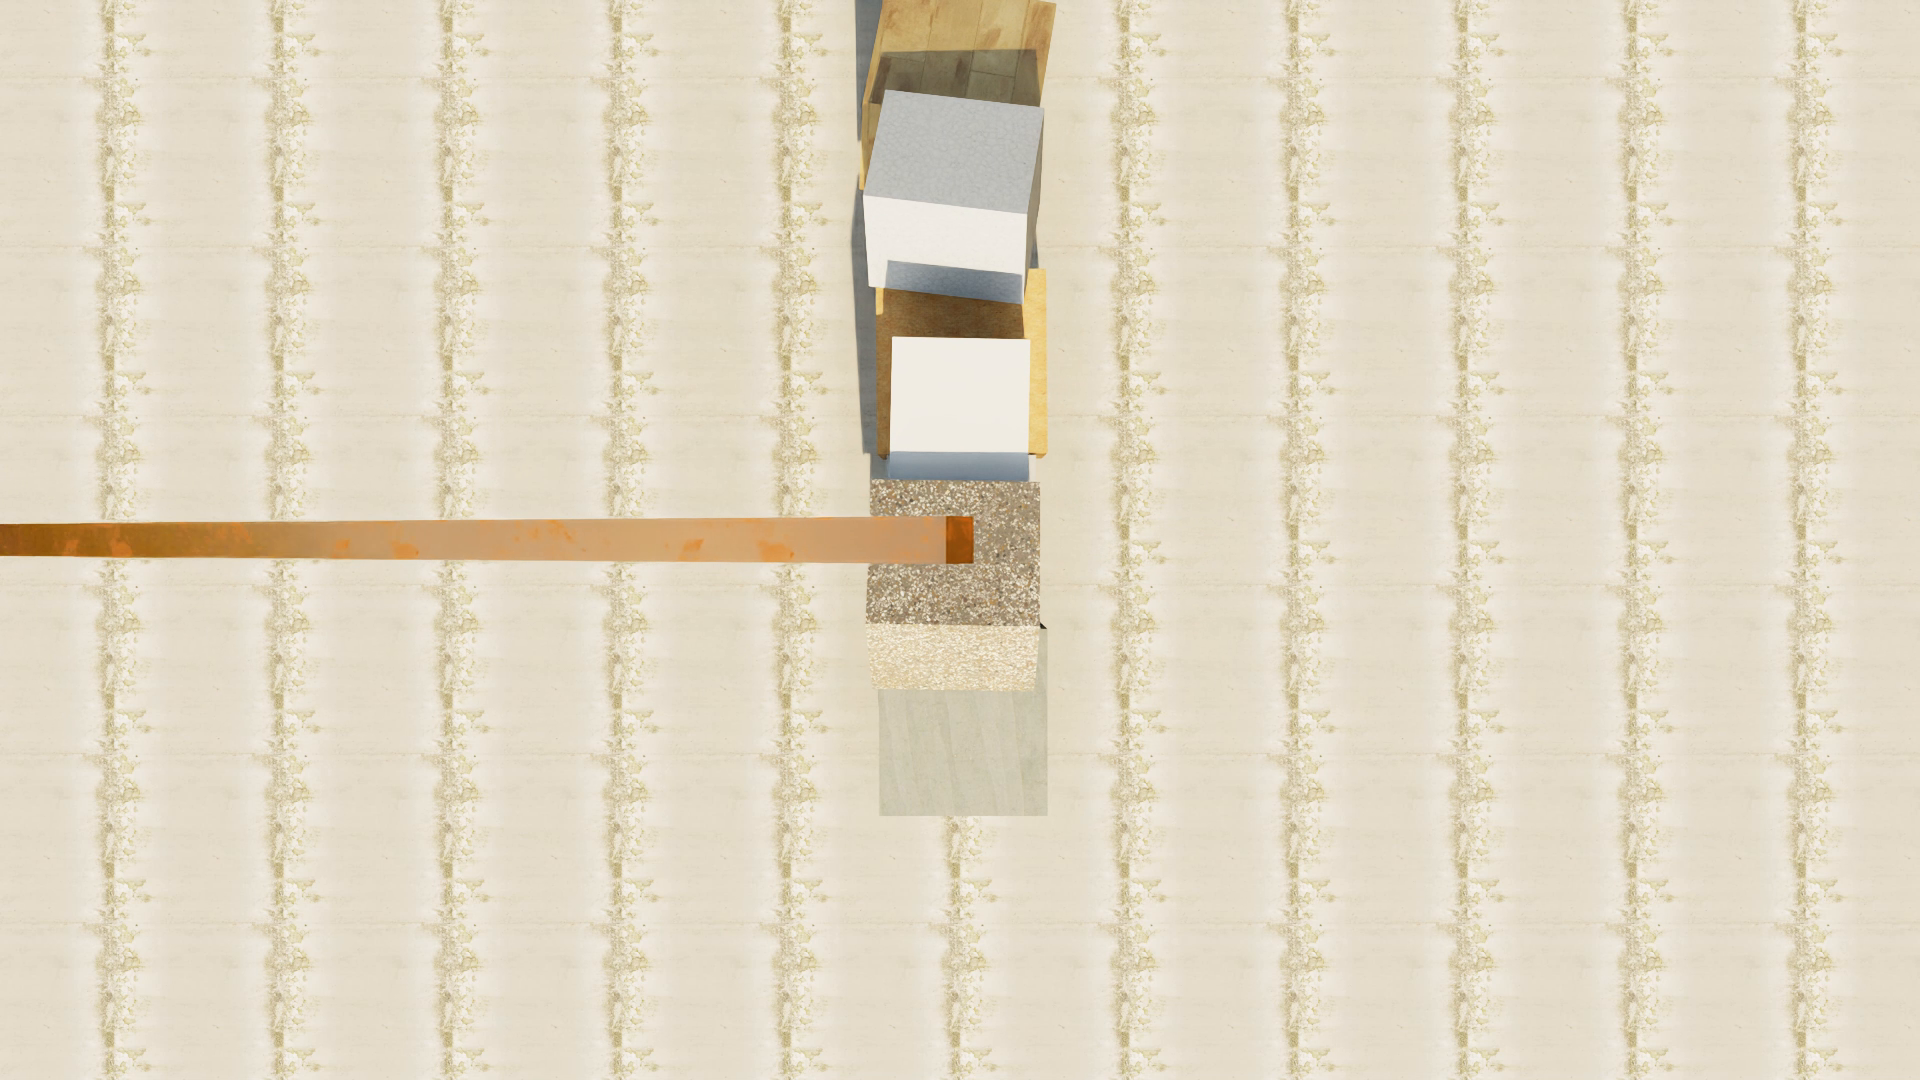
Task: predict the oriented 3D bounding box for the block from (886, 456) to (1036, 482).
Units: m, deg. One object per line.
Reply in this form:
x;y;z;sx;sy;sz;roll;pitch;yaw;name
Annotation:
0.008;0.002;12.566;0.822;0.867;0.942;0;90;0;block

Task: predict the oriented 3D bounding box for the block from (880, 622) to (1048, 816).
0.018;0.990;12.460;0.913;1.081;1.014;0;90;0;block

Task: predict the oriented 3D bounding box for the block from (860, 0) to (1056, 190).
-0.022;-2.496;12.422;0.945;0.907;0.836;10;68;0;block

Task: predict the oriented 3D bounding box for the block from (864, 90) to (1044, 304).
-0.025;-1.846;11.882;0.856;0.806;0.713;7;62;4;block

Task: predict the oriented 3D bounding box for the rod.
-2.095;0.000;5.242;5.200;0.080;0.080;0;90;36;rod

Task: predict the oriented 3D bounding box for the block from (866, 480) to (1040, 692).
-0.029;0.249;11.520;0.867;0.920;0.800;1;66;0;block

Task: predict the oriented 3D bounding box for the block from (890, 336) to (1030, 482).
-0.001;-0.634;11.777;0.717;0.720;0.808;1;88;0;block

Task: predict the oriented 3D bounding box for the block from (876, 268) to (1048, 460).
0.010;-0.986;12.575;0.942;0.851;1.018;0;90;0;block
